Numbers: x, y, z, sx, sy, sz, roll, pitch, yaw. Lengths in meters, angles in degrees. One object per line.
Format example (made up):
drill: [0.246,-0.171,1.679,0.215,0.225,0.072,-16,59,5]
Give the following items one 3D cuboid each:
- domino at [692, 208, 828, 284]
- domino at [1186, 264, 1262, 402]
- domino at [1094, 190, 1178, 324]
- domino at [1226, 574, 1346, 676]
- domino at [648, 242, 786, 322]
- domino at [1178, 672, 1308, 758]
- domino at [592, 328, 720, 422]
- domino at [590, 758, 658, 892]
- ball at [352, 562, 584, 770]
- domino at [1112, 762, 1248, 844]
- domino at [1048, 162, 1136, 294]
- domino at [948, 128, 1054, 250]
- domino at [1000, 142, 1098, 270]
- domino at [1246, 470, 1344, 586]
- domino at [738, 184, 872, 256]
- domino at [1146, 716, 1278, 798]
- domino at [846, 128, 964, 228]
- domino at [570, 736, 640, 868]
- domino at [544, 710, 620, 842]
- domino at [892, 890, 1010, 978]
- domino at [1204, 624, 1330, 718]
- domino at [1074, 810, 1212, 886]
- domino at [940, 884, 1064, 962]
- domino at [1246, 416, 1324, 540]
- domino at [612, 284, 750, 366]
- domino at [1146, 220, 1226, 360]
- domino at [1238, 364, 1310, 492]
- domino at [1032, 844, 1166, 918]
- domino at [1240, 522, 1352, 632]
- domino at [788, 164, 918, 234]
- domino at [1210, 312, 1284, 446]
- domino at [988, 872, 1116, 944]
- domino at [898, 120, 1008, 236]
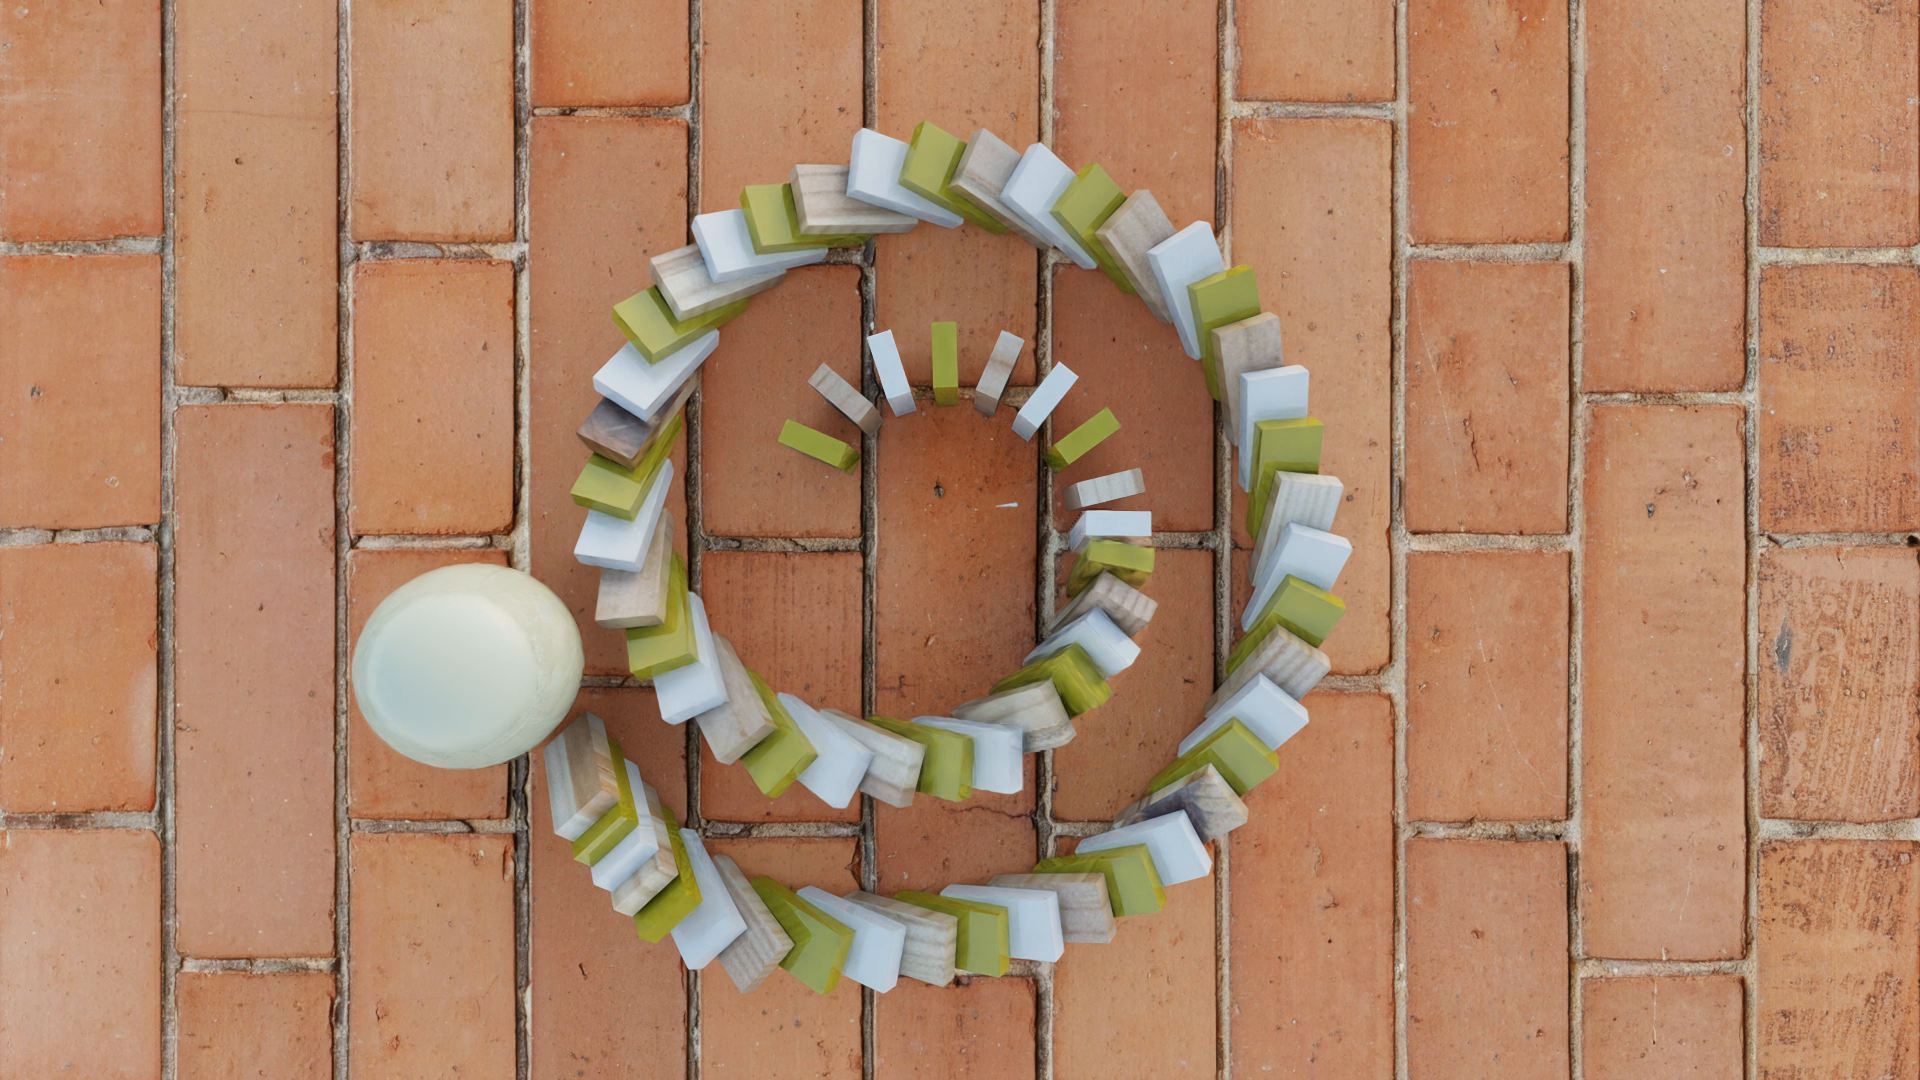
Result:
domino: [-0.083,-0.126,0.384,0.050,0.010,0.025,-22,90,-28]
domino: [0.113,-0.086,0.384,0.025,0.009,0.050,-21,118,0]
domino: [0.081,-0.118,0.384,0.025,0.010,0.050,-46,118,0]
domino: [0.136,0.041,0.384,0.025,0.010,0.050,25,118,0]
domino: [-0.101,-0.112,0.384,0.050,0.010,0.025,-31,90,-29]
domino: [0.118,0.081,0.384,0.025,0.010,0.050,38,118,0]
domino: [-0.126,-0.075,0.384,0.025,0.009,0.050,32,62,0]
domino: [-0.141,0.116,0.378,0.025,0.050,0.010,-42,130,0]
ball: [-0.191,0.049,0.360,0.080,0.080,0.080,0,90,0]
domino: [0.092,0.116,0.384,0.050,0.010,0.025,-39,90,28]
domino: [0.063,-0.130,0.384,0.050,0.009,0.025,38,90,-28]
domino: [0.022,-0.146,0.384,0.050,0.010,0.025,24,90,-28]
domino: [0.043,-0.139,0.384,0.050,0.010,0.025,30,90,-28]
domino: [0.140,-0.003,0.384,0.025,0.010,0.050,6,118,0]
domino: [-0.064,-0.136,0.384,0.050,0.009,0.025,-16,90,-28]
domino: [0.106,0.099,0.384,0.025,0.010,0.050,43,118,0]
domino: [-0.021,-0.151,0.384,0.050,0.010,0.025,7,90,-29]
domino: [-0.149,0.106,0.378,0.025,0.050,0.009,-42,130,0]
domino: [-0.157,0.096,0.378,0.025,0.050,0.010,-42,130,0]
domino: [-0.004,0.164,0.384,0.050,0.010,0.025,-2,90,28]
domino: [0.128,0.062,0.384,0.025,0.009,0.050,33,118,0]
domino: [0.076,0.133,0.384,0.050,0.009,0.025,-28,90,28]
domino: [0.017,0.160,0.384,0.050,0.010,0.025,-7,90,28]
domino: [0.136,-0.025,0.384,0.025,0.009,0.050,-5,118,0]
domino: [-0.116,-0.097,0.384,0.050,0.009,0.025,-40,90,-29]
domino: [0.100,-0.104,0.384,0.025,0.009,0.050,-31,119,0]
domino: [0.131,-0.046,0.384,0.025,0.009,0.050,-9,118,0]
domino: [0.058,0.145,0.384,0.050,0.010,0.025,-20,90,28]
domino: [0.140,0.019,0.384,0.025,0.009,0.050,16,118,0]
domino: [-0.044,-0.143,0.384,0.050,0.010,0.025,-11,90,-28]
domino: [0.122,-0.067,0.384,0.025,0.010,0.050,-17,118,0]
domino: [0.038,0.154,0.384,0.050,0.010,0.025,-12,90,28]
domino: [0.001,-0.151,0.384,0.050,0.010,0.025,18,90,-28]
